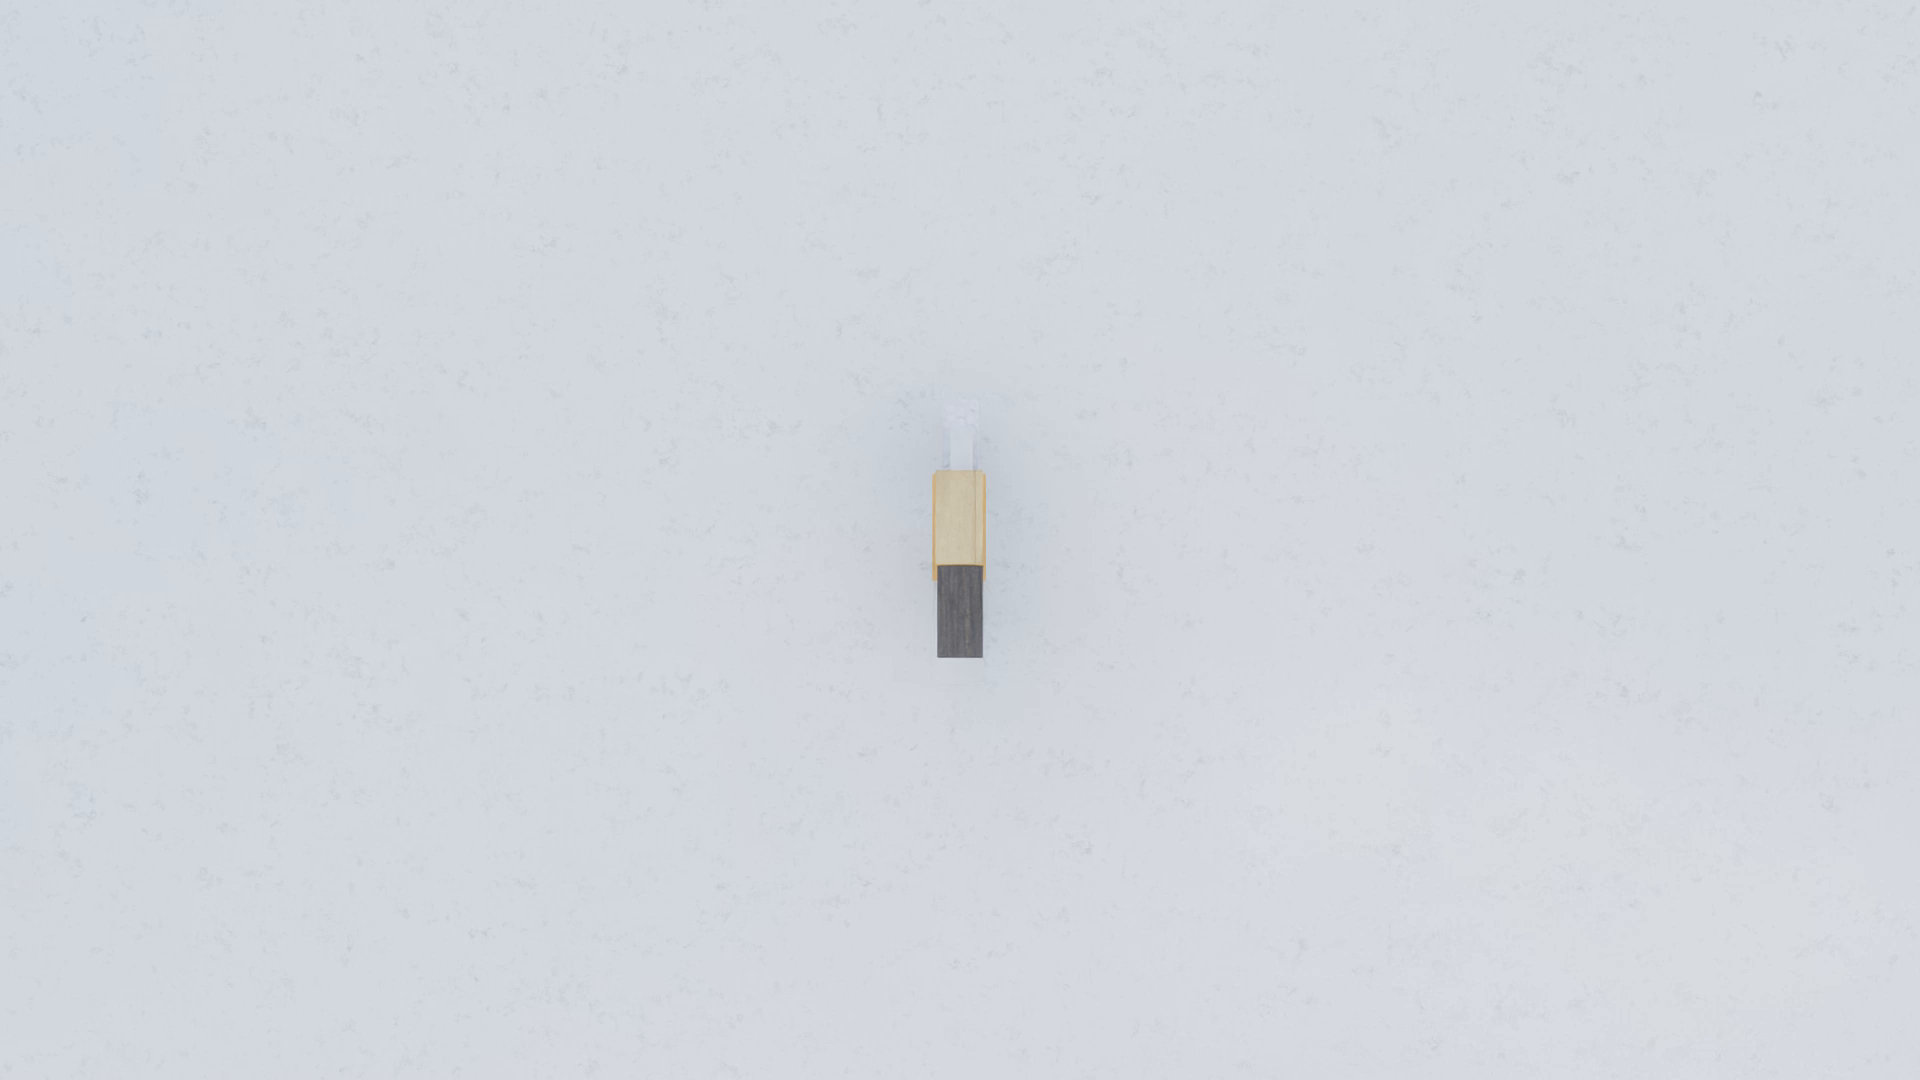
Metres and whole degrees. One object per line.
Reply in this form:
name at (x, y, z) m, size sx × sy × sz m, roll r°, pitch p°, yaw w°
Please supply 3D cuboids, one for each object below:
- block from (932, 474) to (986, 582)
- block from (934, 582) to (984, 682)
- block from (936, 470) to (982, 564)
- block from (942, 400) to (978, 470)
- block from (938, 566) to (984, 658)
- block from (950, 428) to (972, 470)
block at (-0.003, -0.039, 5.144) m, size 0.166 × 0.047 × 0.332 m, roll 0°, pitch 90°, yaw 0°
block at (-0.004, 0.289, 5.165) m, size 0.157 × 0.044 × 0.313 m, roll 0°, pitch 90°, yaw 0°
block at (-0.002, -0.067, 4.827) m, size 0.137 × 0.039 × 0.275 m, roll 0°, pitch 90°, yaw 0°
block at (0.000, -0.328, 5.247) m, size 0.118 × 0.033 × 0.236 m, roll 0°, pitch 90°, yaw 0°
block at (0.001, 0.210, 4.833) m, size 0.135 × 0.038 × 0.269 m, roll 0°, pitch 90°, yaw 0°
block at (0.005, -0.277, 5.086) m, size 0.068 × 0.019 × 0.135 m, roll 0°, pitch 90°, yaw 0°
